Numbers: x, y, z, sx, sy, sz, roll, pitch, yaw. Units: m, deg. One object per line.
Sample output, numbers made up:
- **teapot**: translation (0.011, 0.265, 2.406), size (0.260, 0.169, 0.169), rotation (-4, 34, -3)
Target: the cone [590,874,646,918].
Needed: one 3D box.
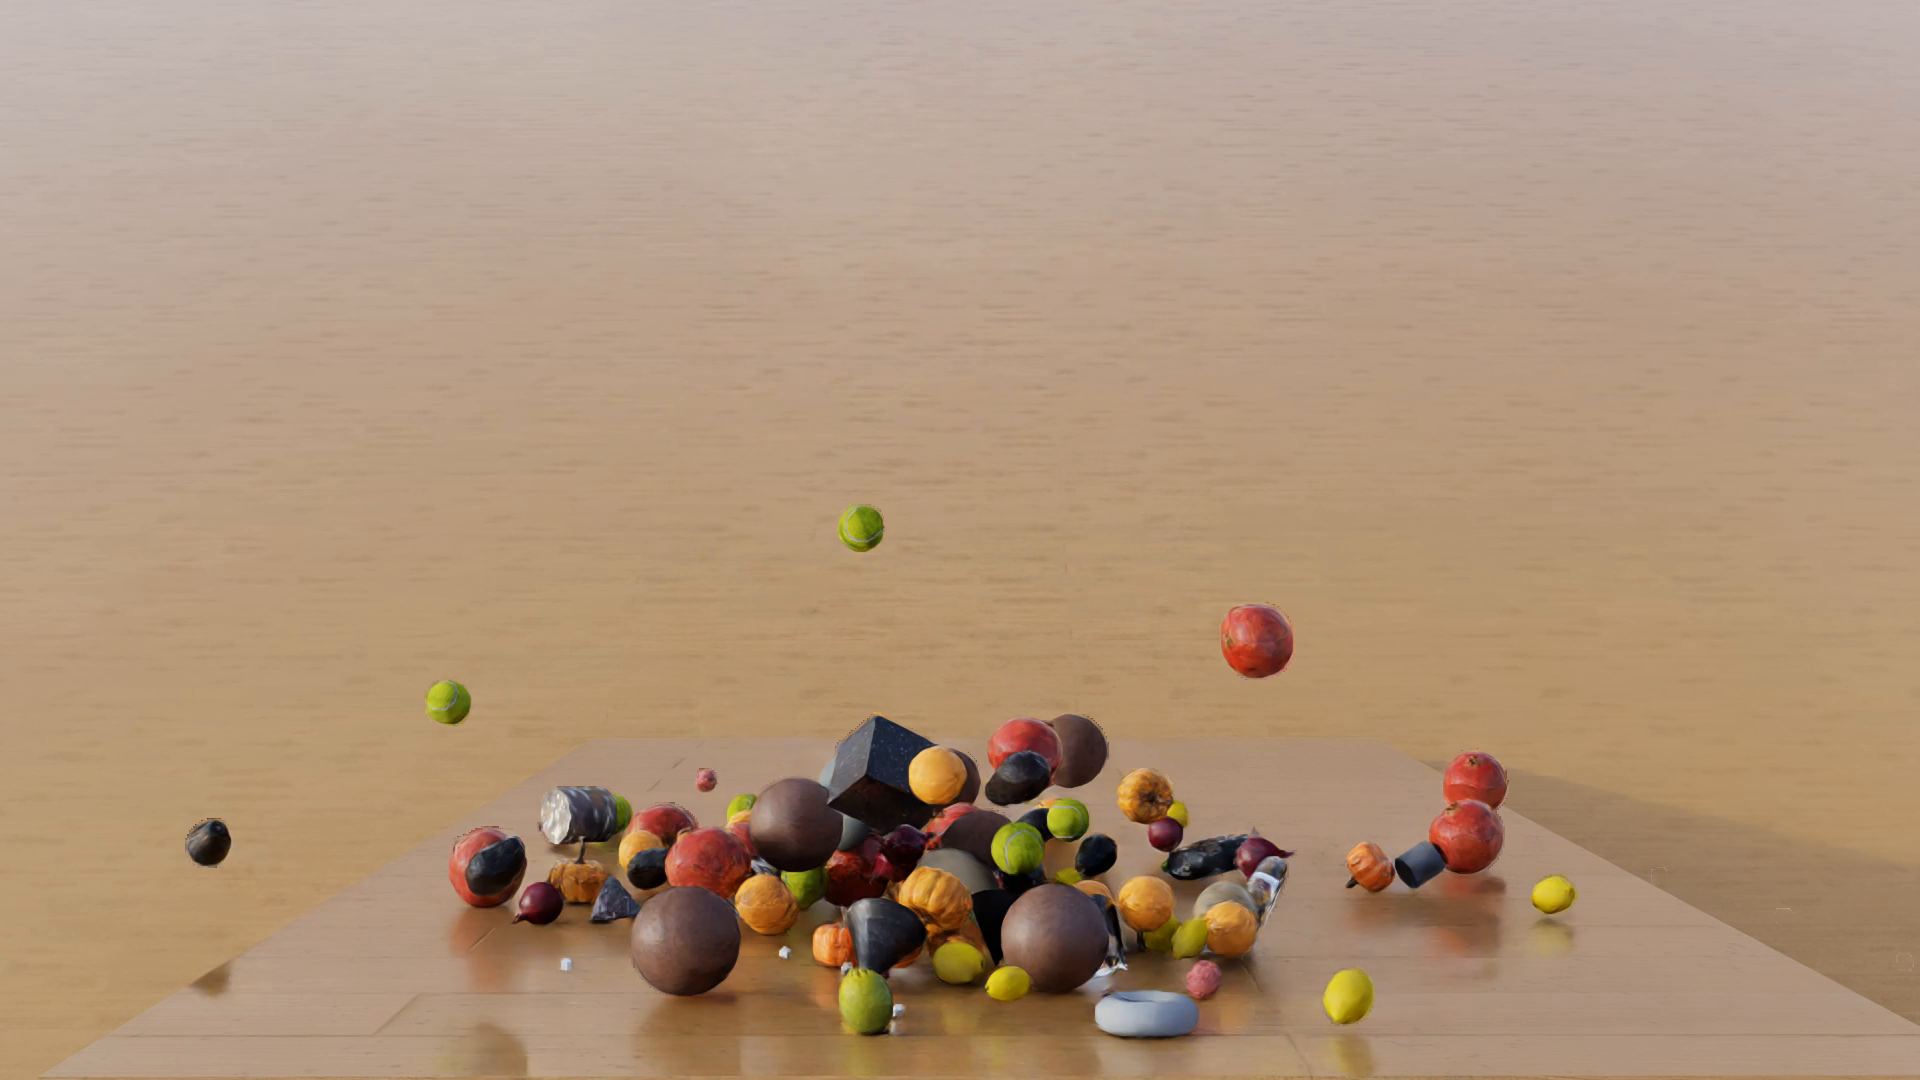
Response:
- **cone**: translation (-0.468, 0.514, 3.616), size (0.071, 0.071, 0.071), rotation (29, 26, -12)

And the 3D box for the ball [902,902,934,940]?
- **ball**: translation (-0.063, 0.507, 3.422), size (0.057, 0.057, 0.057), rotation (0, 28, 0)

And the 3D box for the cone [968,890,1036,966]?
- **cone**: translation (0.049, 0.491, 3.211), size (0.085, 0.085, 0.085), rotation (3, 61, 6)

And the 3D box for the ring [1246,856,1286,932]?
- **ring**: translation (0.408, 0.479, 3.499), size (0.037, 0.112, 0.112), rotation (25, 35, 15)

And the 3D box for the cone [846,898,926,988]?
- **cone**: translation (-0.102, 0.500, 3.099), size (0.100, 0.100, 0.100), rotation (7, 42, 13)

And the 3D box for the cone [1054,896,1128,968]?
- **cone**: translation (0.184, 0.513, 3.251), size (0.096, 0.096, 0.096), rotation (-16, 33, -27)

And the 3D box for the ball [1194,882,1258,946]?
- **ball**: translation (0.351, 0.494, 3.413), size (0.084, 0.084, 0.084), rotation (0, 28, 0)

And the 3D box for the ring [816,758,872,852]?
- **ring**: translation (-0.164, 0.376, 3.696), size (0.046, 0.139, 0.139), rotation (6, 23, -30)

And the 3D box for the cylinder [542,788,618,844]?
- **cylinder**: translation (-0.654, 0.474, 4.442), size (0.093, 0.093, 0.093), rotation (3, 21, -40)

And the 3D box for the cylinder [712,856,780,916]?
- **cylinder**: translation (-0.305, 0.495, 3.698), size (0.076, 0.076, 0.076), rotation (9, 2, 15)

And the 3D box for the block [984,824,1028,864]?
- **block**: translation (0.075, 0.501, 4.259), size (0.055, 0.055, 0.055), rotation (0, 1, 24)

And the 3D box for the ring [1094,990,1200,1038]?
- **ring**: translation (0.206, 0.522, 2.846), size (0.116, 0.039, 0.116), rotation (-1, -1, 0)

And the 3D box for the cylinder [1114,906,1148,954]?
- **cylinder**: translation (0.210, 0.507, 3.368), size (0.059, 0.059, 0.059), rotation (0, 27, 20)

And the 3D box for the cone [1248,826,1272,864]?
- **cone**: translation (0.484, 0.496, 4.237), size (0.058, 0.058, 0.058), rotation (-7, 2, 0)

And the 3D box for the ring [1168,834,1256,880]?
- **ring**: translation (0.394, 0.496, 4.046), size (0.143, 0.048, 0.143), rotation (-14, -2, -1)

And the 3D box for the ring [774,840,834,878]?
- **ring**: translation (-0.224, 0.506, 4.107), size (0.145, 0.048, 0.145), rotation (2, 0, 0)

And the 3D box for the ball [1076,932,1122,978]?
- **ball**: translation (0.171, 0.510, 3.180), size (0.056, 0.056, 0.056), rotation (0, 28, 0)

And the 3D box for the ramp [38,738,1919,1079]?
- **ramp**: translation (0.064, 0.575, 4.619), size (2.000, 0.100, 4.000), rotation (0, 1, 0)

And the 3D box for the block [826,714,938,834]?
- **block**: translation (-0.099, 0.298, 3.285), size (0.093, 0.093, 0.093), rotation (29, 46, -21)

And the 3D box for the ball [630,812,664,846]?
- **ball**: translation (-0.538, 0.497, 4.441), size (0.059, 0.059, 0.059), rotation (0, 28, 0)
